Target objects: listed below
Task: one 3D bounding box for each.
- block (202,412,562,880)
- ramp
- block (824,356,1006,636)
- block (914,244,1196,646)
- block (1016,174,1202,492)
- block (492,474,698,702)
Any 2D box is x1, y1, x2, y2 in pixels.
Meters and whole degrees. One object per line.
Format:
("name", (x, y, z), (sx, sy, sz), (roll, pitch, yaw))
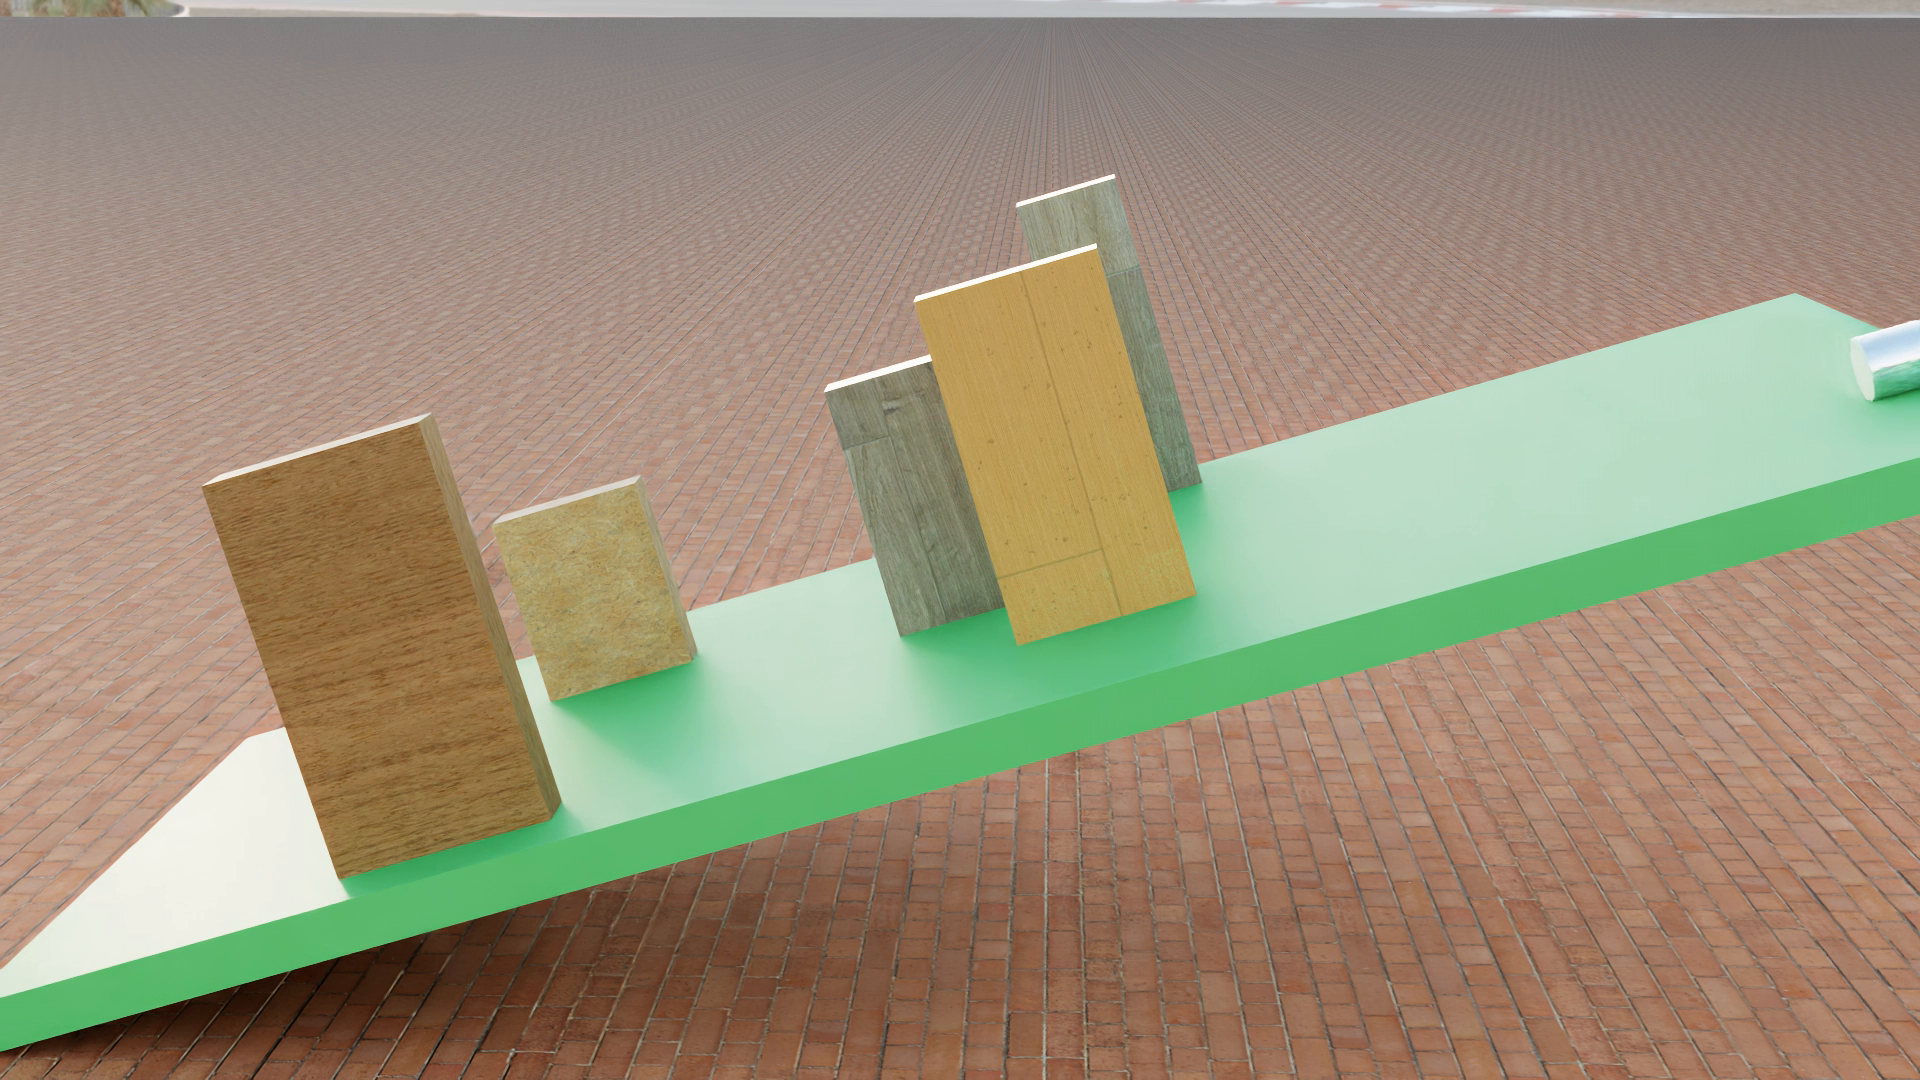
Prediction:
("block", (-1.092, 0.203, 5.589), (0.429, 0.794, 0.130), (-16, 10, 5))
("ramp", (0.091, 0.186, 6.319), (4.000, 0.100, 2.000), (-16, 10, 5))
("block", (-0.078, -0.099, 6.280), (0.265, 0.550, 0.116), (-16, 10, 5))
("block", (0.191, -0.187, 5.826), (0.371, 0.715, 0.098), (-16, 10, 5))
("block", (0.356, -0.470, 7.003), (0.241, 0.752, 0.125), (-16, 10, 5))
("block", (-0.834, 0.111, 6.735), (0.340, 0.429, 0.117), (-16, 10, 5))
